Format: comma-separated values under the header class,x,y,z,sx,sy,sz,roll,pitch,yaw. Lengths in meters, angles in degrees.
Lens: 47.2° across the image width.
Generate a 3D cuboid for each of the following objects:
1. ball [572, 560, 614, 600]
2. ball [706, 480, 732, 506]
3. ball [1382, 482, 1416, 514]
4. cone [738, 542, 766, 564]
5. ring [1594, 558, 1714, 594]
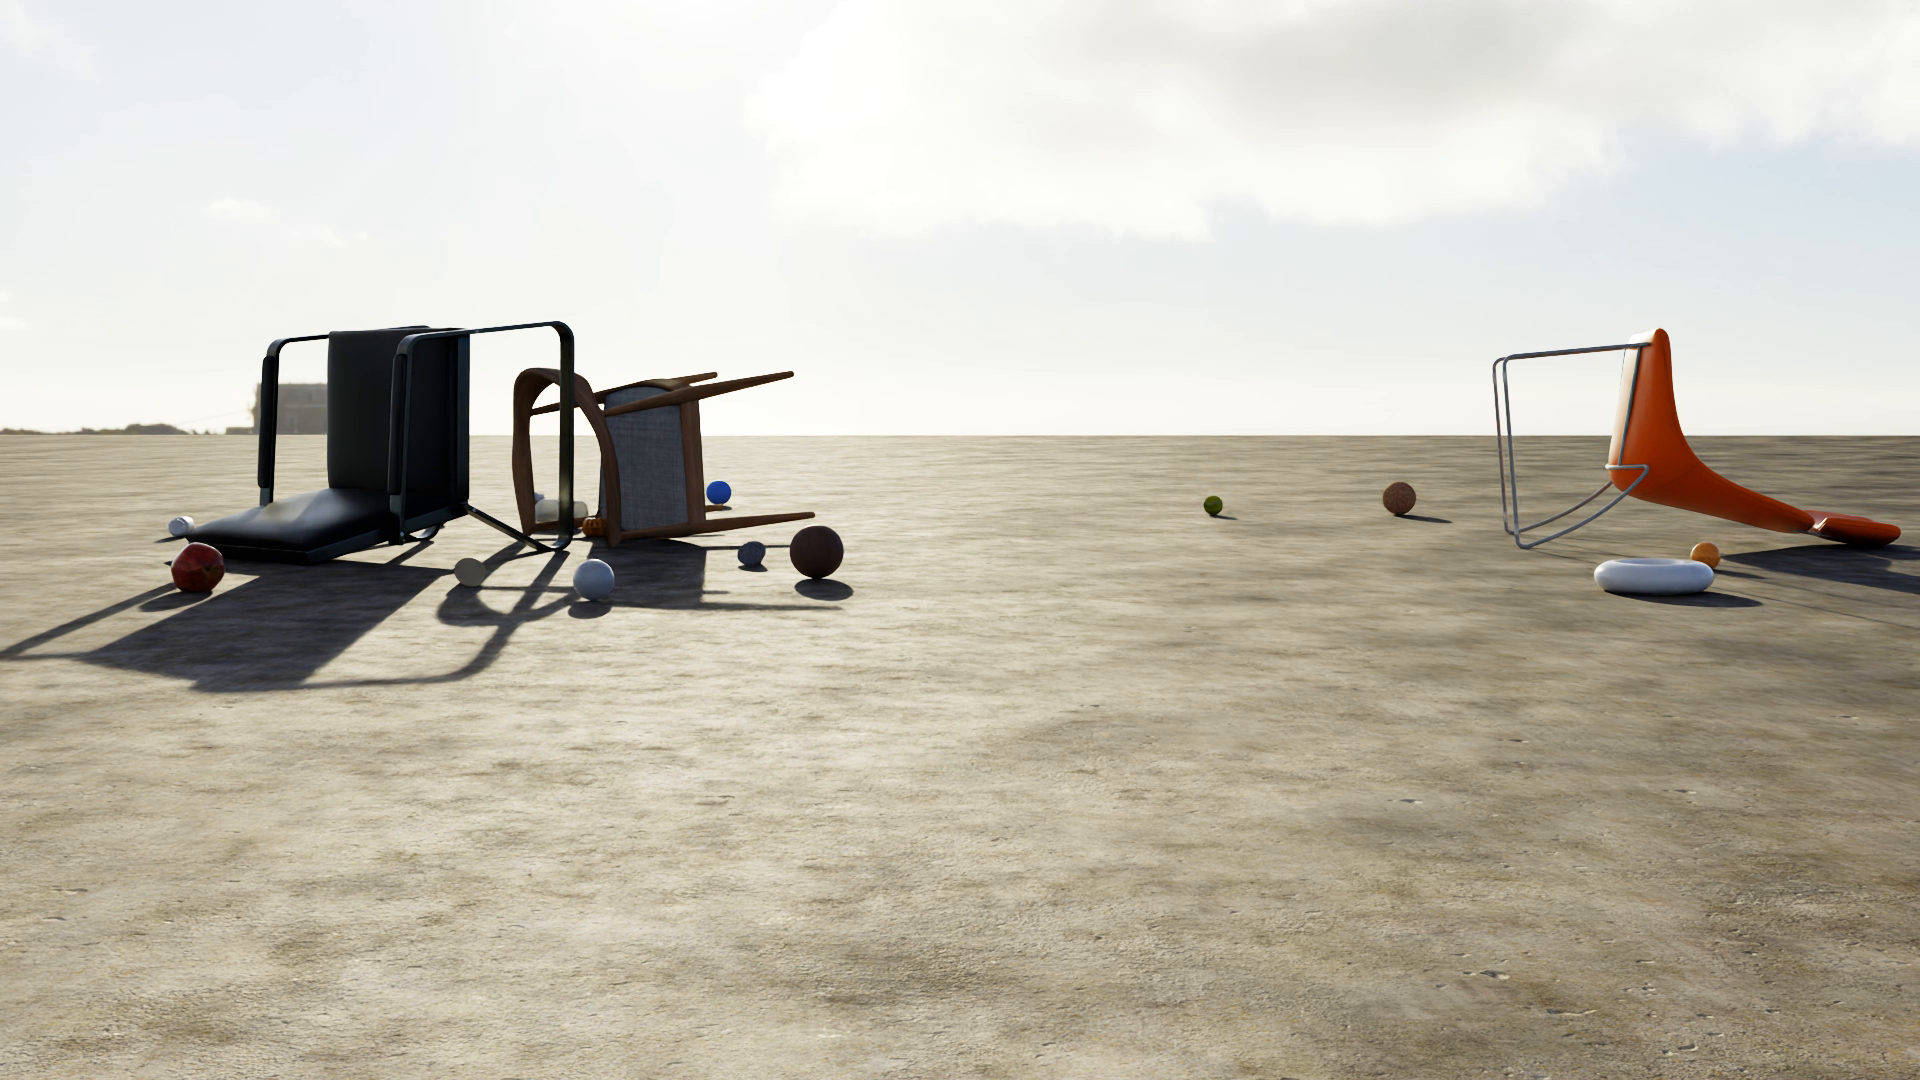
class,x,y,z,sx,sy,sz,roll,pitch,yaw
ball,-0.778,0.085,4.669,0.088,0.088,0.088,0,4,0
ball,-0.932,-0.183,8.497,0.098,0.098,0.098,0,4,0
ball,1.572,-0.150,7.870,0.118,0.118,0.118,0,4,0
cone,-0.524,0.046,5.654,0.080,0.067,0.063,-5,-26,17
ring,1.543,0.080,4.893,0.256,0.067,0.258,1,5,31
